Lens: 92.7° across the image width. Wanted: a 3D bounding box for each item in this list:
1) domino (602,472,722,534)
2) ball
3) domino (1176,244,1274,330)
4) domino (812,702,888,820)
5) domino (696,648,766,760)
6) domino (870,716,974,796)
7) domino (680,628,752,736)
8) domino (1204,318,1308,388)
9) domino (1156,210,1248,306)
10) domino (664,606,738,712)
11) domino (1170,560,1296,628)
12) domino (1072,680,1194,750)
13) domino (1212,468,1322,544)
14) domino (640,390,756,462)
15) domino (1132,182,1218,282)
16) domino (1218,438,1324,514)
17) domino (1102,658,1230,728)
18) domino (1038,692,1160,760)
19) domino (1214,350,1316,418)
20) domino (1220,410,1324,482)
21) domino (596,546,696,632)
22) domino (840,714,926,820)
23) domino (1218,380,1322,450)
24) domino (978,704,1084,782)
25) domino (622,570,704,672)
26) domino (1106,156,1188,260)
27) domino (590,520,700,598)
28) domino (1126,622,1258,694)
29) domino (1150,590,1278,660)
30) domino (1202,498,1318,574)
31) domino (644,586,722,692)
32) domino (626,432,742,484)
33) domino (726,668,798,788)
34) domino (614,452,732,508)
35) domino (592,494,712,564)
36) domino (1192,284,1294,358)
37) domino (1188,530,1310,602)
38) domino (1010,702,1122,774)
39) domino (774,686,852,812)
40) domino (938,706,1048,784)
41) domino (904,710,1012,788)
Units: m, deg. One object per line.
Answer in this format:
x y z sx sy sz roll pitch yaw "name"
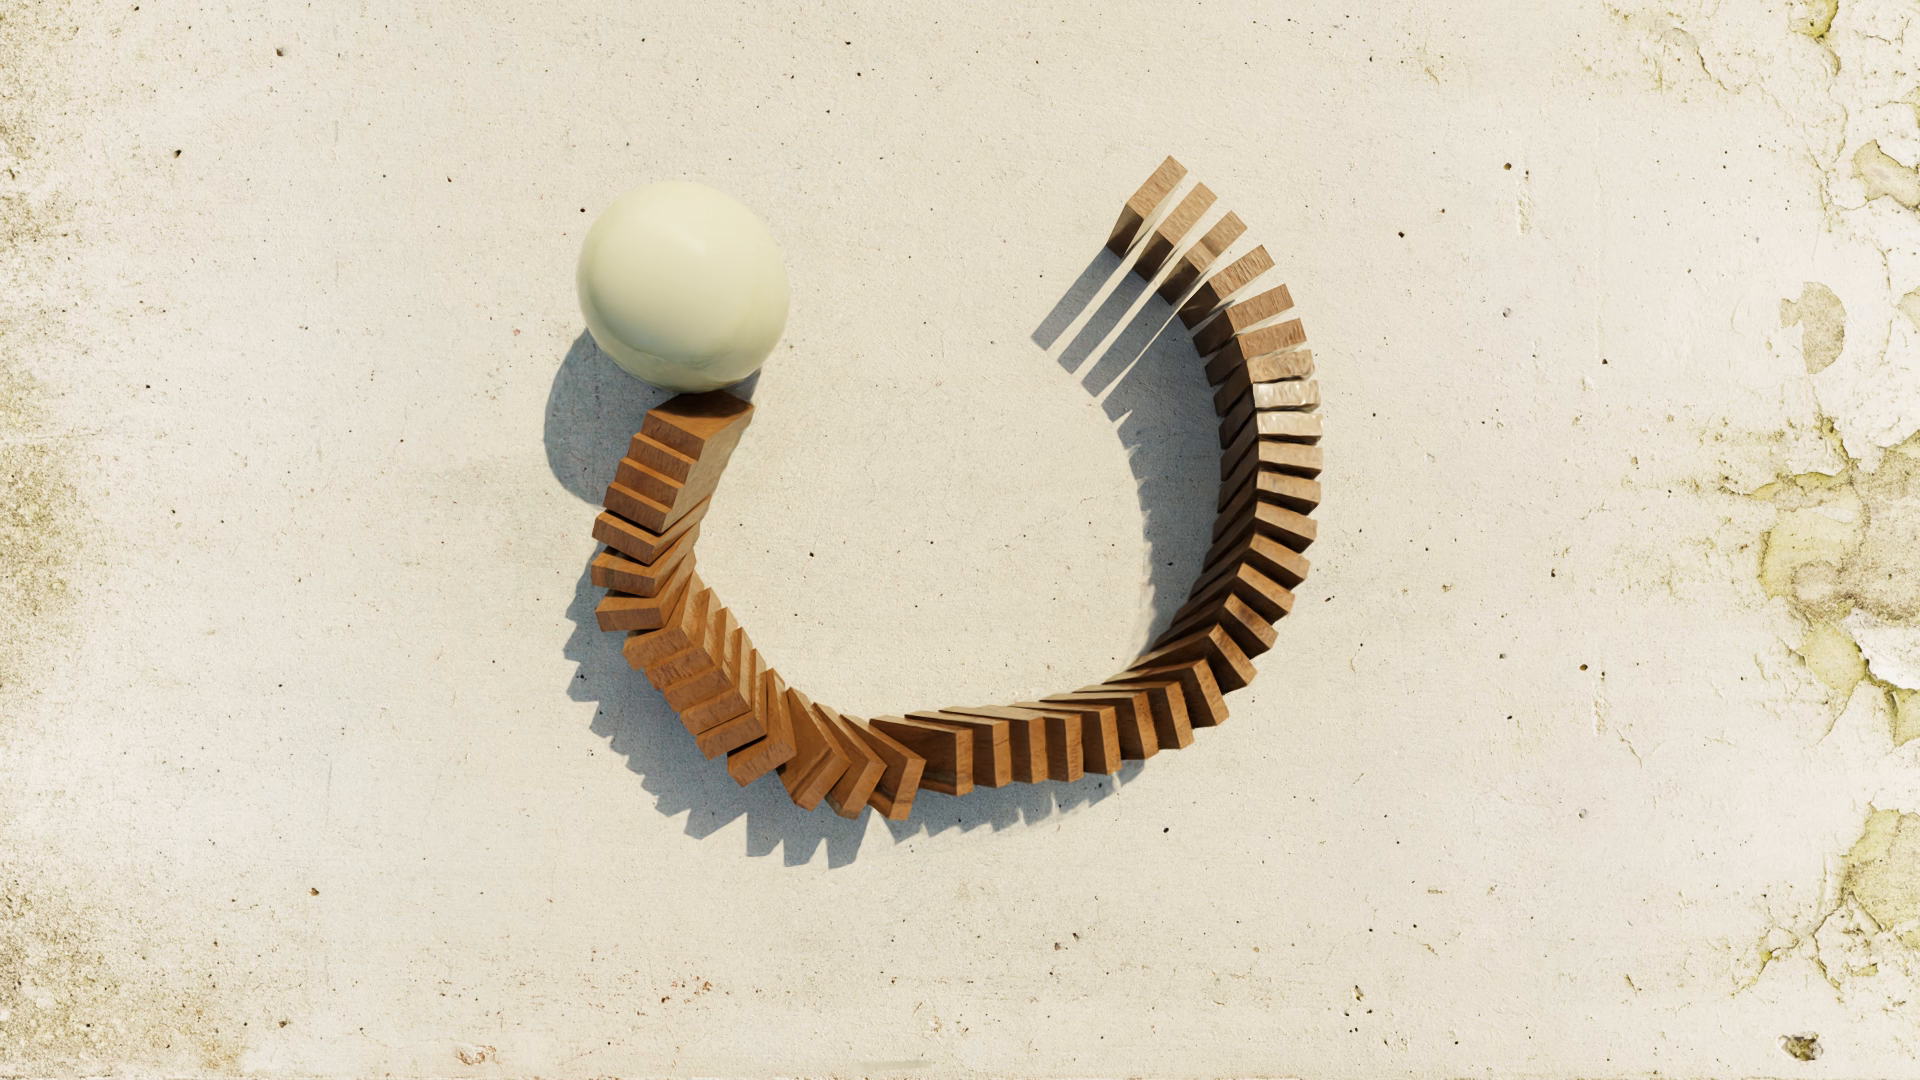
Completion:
-0.121 -0.021 0.375 0.025 0.050 0.010 26 116 0 "domino"
-0.107 -0.098 0.360 0.080 0.080 0.080 0 90 0 "ball"
0.108 -0.102 0.375 0.025 0.050 0.009 -34 90 0 "domino"
-0.052 0.090 0.378 0.009 0.050 0.025 30 90 -40 "domino"
-0.093 0.066 0.376 0.025 0.050 0.010 -24 118 0 "domino"
-0.017 0.089 0.380 0.050 0.009 0.025 -1 90 42 "domino"
-0.099 0.057 0.376 0.025 0.050 0.010 -24 117 0 "domino"
0.120 -0.076 0.375 0.025 0.050 0.010 -16 87 0 "domino"
0.098 -0.114 0.375 0.025 0.050 0.010 -44 90 0 "domino"
-0.105 0.048 0.376 0.025 0.050 0.010 -24 117 0 "domino"
0.111 0.030 0.377 0.025 0.050 0.010 35 55 0 "domino"
0.070 0.073 0.378 0.009 0.050 0.025 -14 90 -41 "domino"
0.124 -0.010 0.376 0.025 0.050 0.010 14 63 0 "domino"
-0.106 -0.050 0.375 0.025 0.050 0.010 26 116 0 "domino"
0.087 -0.125 0.375 0.010 0.050 0.025 42 90 0 "domino"
0.126 -0.024 0.375 0.025 0.050 0.010 9 68 0 "domino"
0.084 0.065 0.378 0.010 0.050 0.025 -23 90 -40 "domino"
0.056 0.077 0.379 0.009 0.050 0.025 -12 90 -43 "domino"
0.123 -0.063 0.375 0.025 0.050 0.010 -9 82 0 "domino"
0.126 -0.037 0.375 0.025 0.050 0.010 3 72 0 "domino"
-0.127 0.019 0.375 0.025 0.050 0.009 -4 119 2 "domino"
-0.036 0.093 0.378 0.010 0.050 0.025 18 90 -41 "domino"
0.125 -0.050 0.375 0.025 0.050 0.010 -4 77 0 "domino"
0.028 0.083 0.379 0.050 0.009 0.025 -4 90 45 "domino"
-0.121 0.031 0.375 0.025 0.050 0.010 -24 117 1 "domino"
0.075 -0.135 0.375 0.009 0.050 0.025 42 90 0 "domino"
-0.128 0.004 0.376 0.025 0.050 0.010 12 120 0 "domino"
0.095 0.054 0.378 0.010 0.050 0.025 -38 90 -39 "domino"
0.103 0.042 0.377 0.025 0.050 0.009 43 52 0 "domino"
0.122 0.003 0.376 0.025 0.050 0.010 22 60 0 "domino"
-0.113 0.039 0.376 0.025 0.050 0.009 -24 117 0 "domino"
-0.111 -0.040 0.375 0.025 0.050 0.009 26 116 0 "domino"
-0.083 0.076 0.376 0.025 0.050 0.009 -31 121 0 "domino"
-0.116 -0.031 0.375 0.025 0.050 0.009 26 116 0 "domino"
-0.125 -0.010 0.376 0.025 0.050 0.010 26 119 0 "domino"
0.115 -0.089 0.375 0.025 0.050 0.010 -24 90 0 "domino"
0.117 0.017 0.376 0.025 0.050 0.009 31 57 0 "domino"
0.042 0.081 0.379 0.010 0.050 0.025 -7 90 -44 "domino"
-0.066 0.085 0.378 0.025 0.050 0.009 -50 130 0 "domino"
0.013 0.084 0.379 0.050 0.010 0.025 -4 90 43 "domino"
-0.002 0.086 0.380 0.050 0.009 0.025 -4 90 43 "domino"
